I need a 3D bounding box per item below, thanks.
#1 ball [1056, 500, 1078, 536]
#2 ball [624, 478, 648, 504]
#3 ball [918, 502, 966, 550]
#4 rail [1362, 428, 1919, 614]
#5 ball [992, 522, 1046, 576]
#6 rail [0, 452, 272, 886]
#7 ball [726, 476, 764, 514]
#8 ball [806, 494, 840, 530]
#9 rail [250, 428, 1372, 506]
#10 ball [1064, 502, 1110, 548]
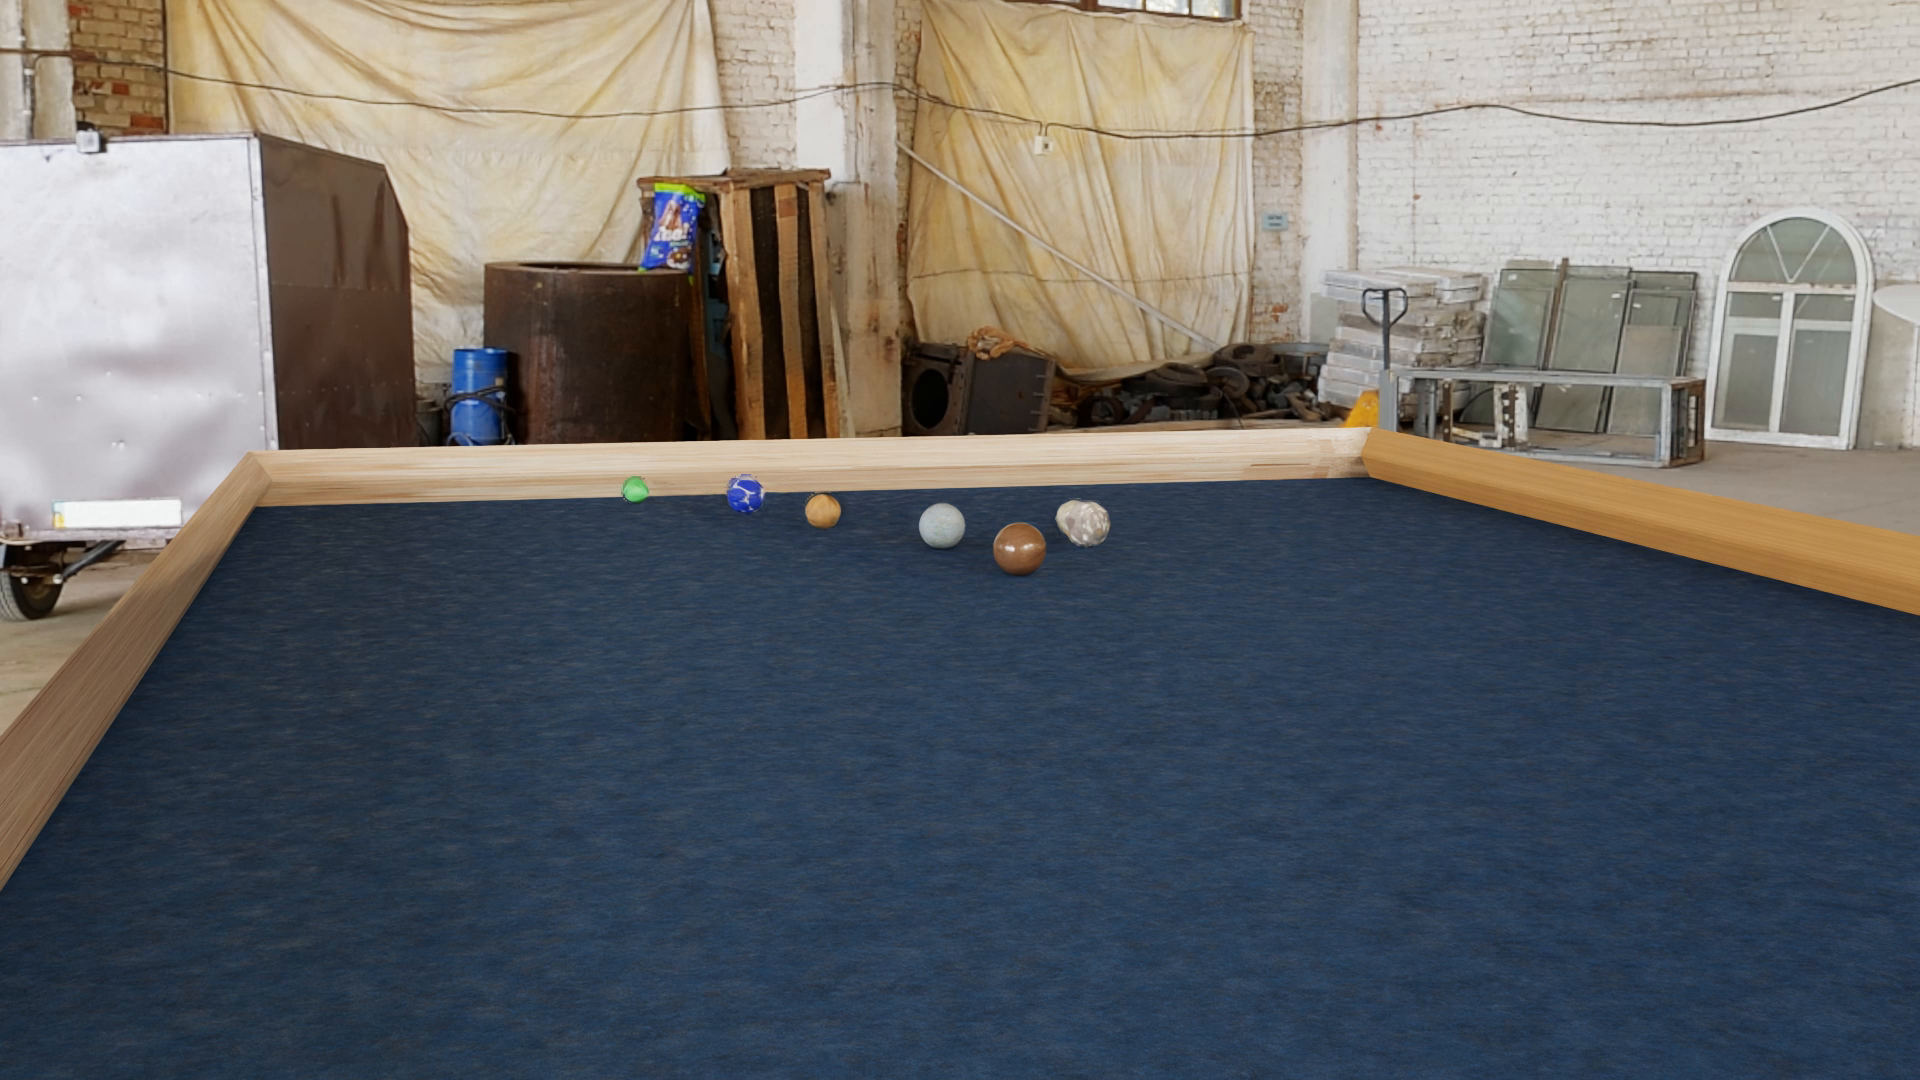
[{"bbox_3d":[0.203,-0.038,3.919,0.064,0.064,0.064,0,8,0],"label":"ball"},{"bbox_3d":[-0.650,-0.098,4.412,0.049,0.049,0.049,0,8,0],"label":"ball"},{"bbox_3d":[-0.031,-0.024,3.755,0.079,0.079,0.079,0,8,0],"label":"ball"},{"bbox_3d":[1.384,0.083,2.855,0.045,0.110,4.233,-2,8,-13],"label":"rail"},{"bbox_3d":[0.094,0.015,3.457,0.084,0.084,0.084,0,8,0],"label":"ball"},{"bbox_3d":[-0.895,0.156,2.318,0.045,0.110,4.233,-2,8,-13],"label":"rail"},{"bbox_3d":[-0.412,-0.085,4.228,0.073,0.073,0.073,0,8,0],"label":"ball"},{"bbox_3d":[-0.250,-0.052,4.015,0.065,0.065,0.065,0,8,0],"label":"ball"},{"bbox_3d":[-0.239,-0.156,4.604,2.389,0.110,0.045,-2,8,-13],"label":"rail"},{"bbox_3d":[0.219,-0.027,3.780,0.079,0.079,0.079,0,8,0],"label":"ball"}]
